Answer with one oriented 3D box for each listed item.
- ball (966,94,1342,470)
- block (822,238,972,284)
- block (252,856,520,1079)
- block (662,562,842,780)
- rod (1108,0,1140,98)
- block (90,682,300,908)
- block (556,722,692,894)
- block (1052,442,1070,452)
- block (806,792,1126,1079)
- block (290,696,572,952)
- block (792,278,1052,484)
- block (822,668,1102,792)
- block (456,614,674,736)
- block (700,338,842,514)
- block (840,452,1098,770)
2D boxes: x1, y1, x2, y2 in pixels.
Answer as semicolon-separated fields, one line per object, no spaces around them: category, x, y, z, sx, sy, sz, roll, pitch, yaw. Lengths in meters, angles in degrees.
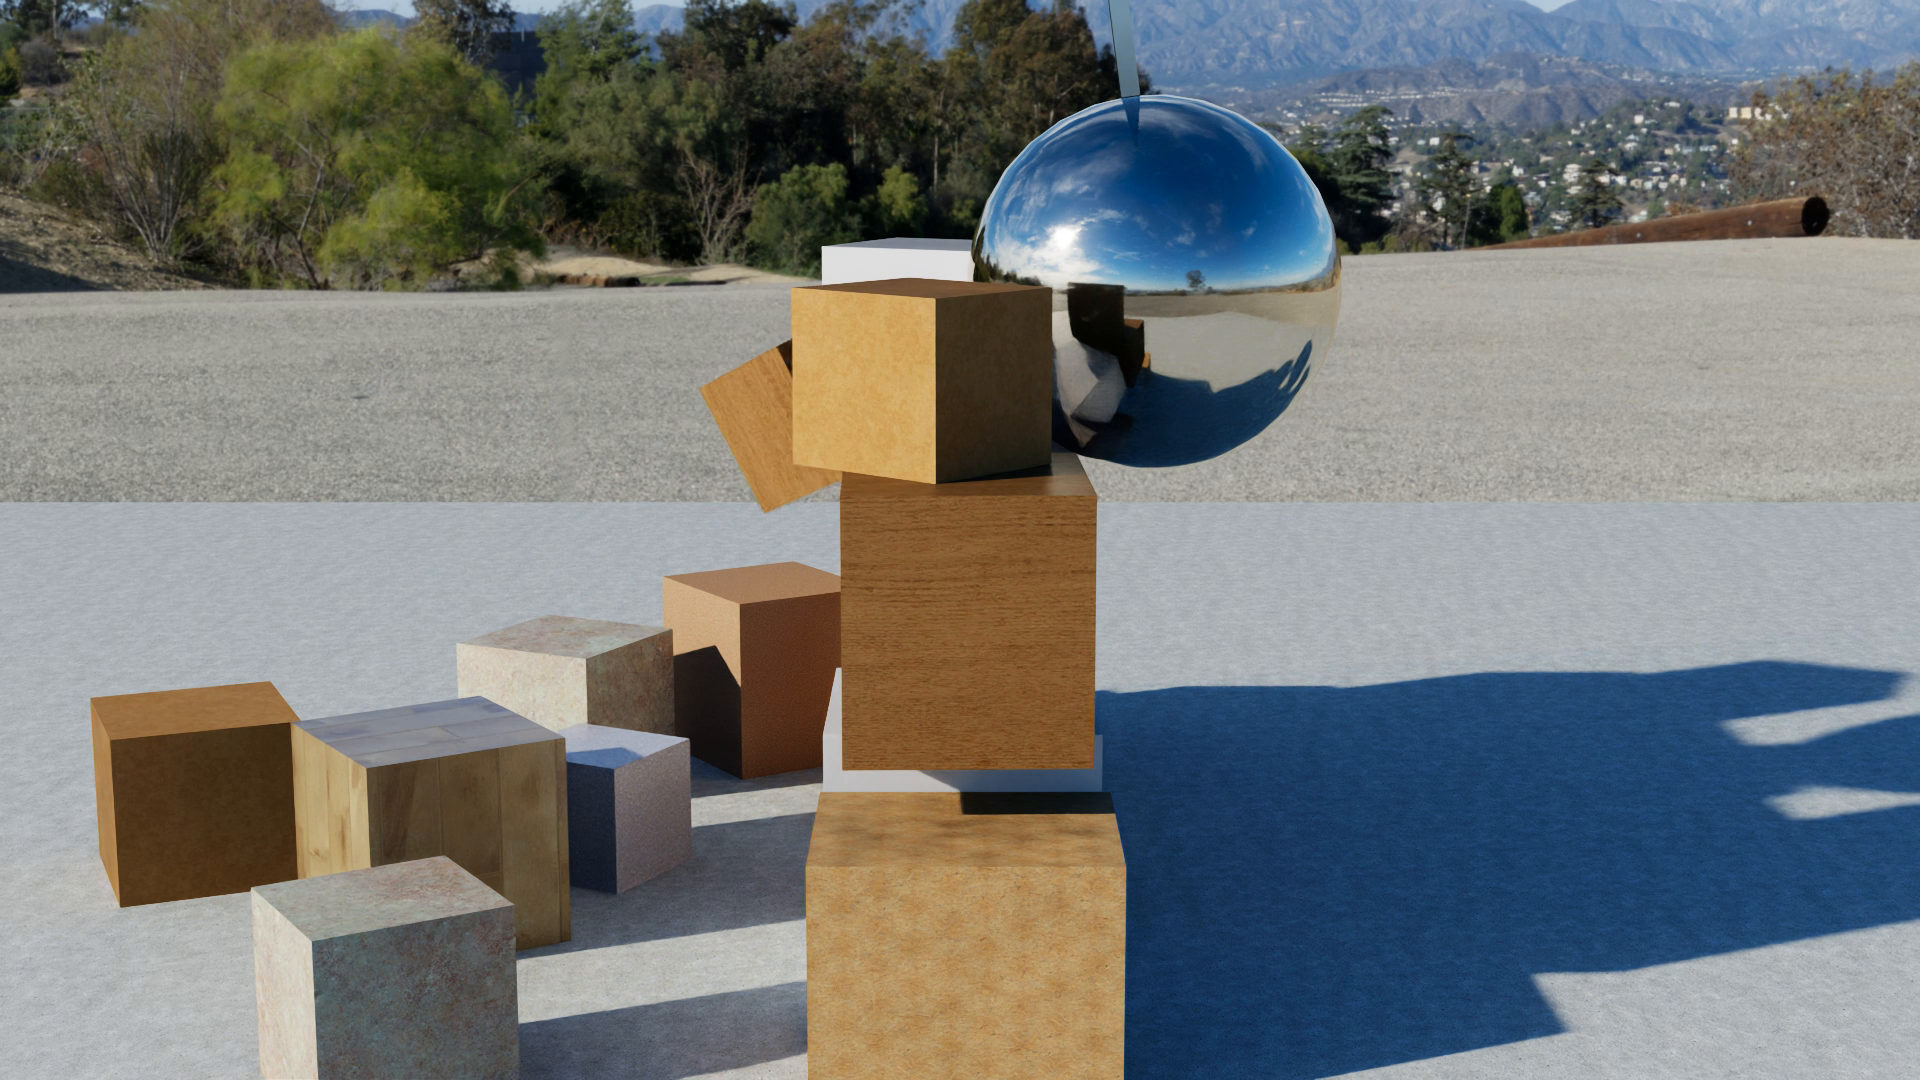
ball;0.830;-1.097;10.981;1.600;1.600;1.600;0;10;0
block;-0.119;-1.029;12.365;0.820;0.790;0.749;5;12;26
block;-2.010;1.576;8.977;0.712;0.688;0.670;-6;12;-31
block;-0.999;0.661;13.404;0.786;0.903;0.855;-7;12;-32
rod;0.360;-4.410;10.379;0.080;5.200;0.080;-8;10;1
block;-3.385;1.110;11.399;0.794;0.737;0.817;-5;11;-24
block;-1.616;1.189;11.457;0.606;0.562;0.580;5;12;28
block;0.073;0.080;11.220;0.847;0.946;0.855;0;10;-1
block;0.020;1.449;9.133;1.076;0.882;0.912;0;10;0
block;-2.182;1.199;10.570;0.840;0.859;0.857;-7;12;-33
block;-0.140;-0.606;9.484;0.711;0.655;0.646;9;14;41
block;0.010;1.163;10.103;1.033;1.098;1.079;0;10;0
block;-1.958;0.845;12.817;0.763;0.751;0.762;5;11;26
block;-0.527;-0.589;10.697;0.712;0.592;0.660;-31;6;-35
block;0.016;0.237;9.405;0.885;0.974;1.008;0;10;-2
